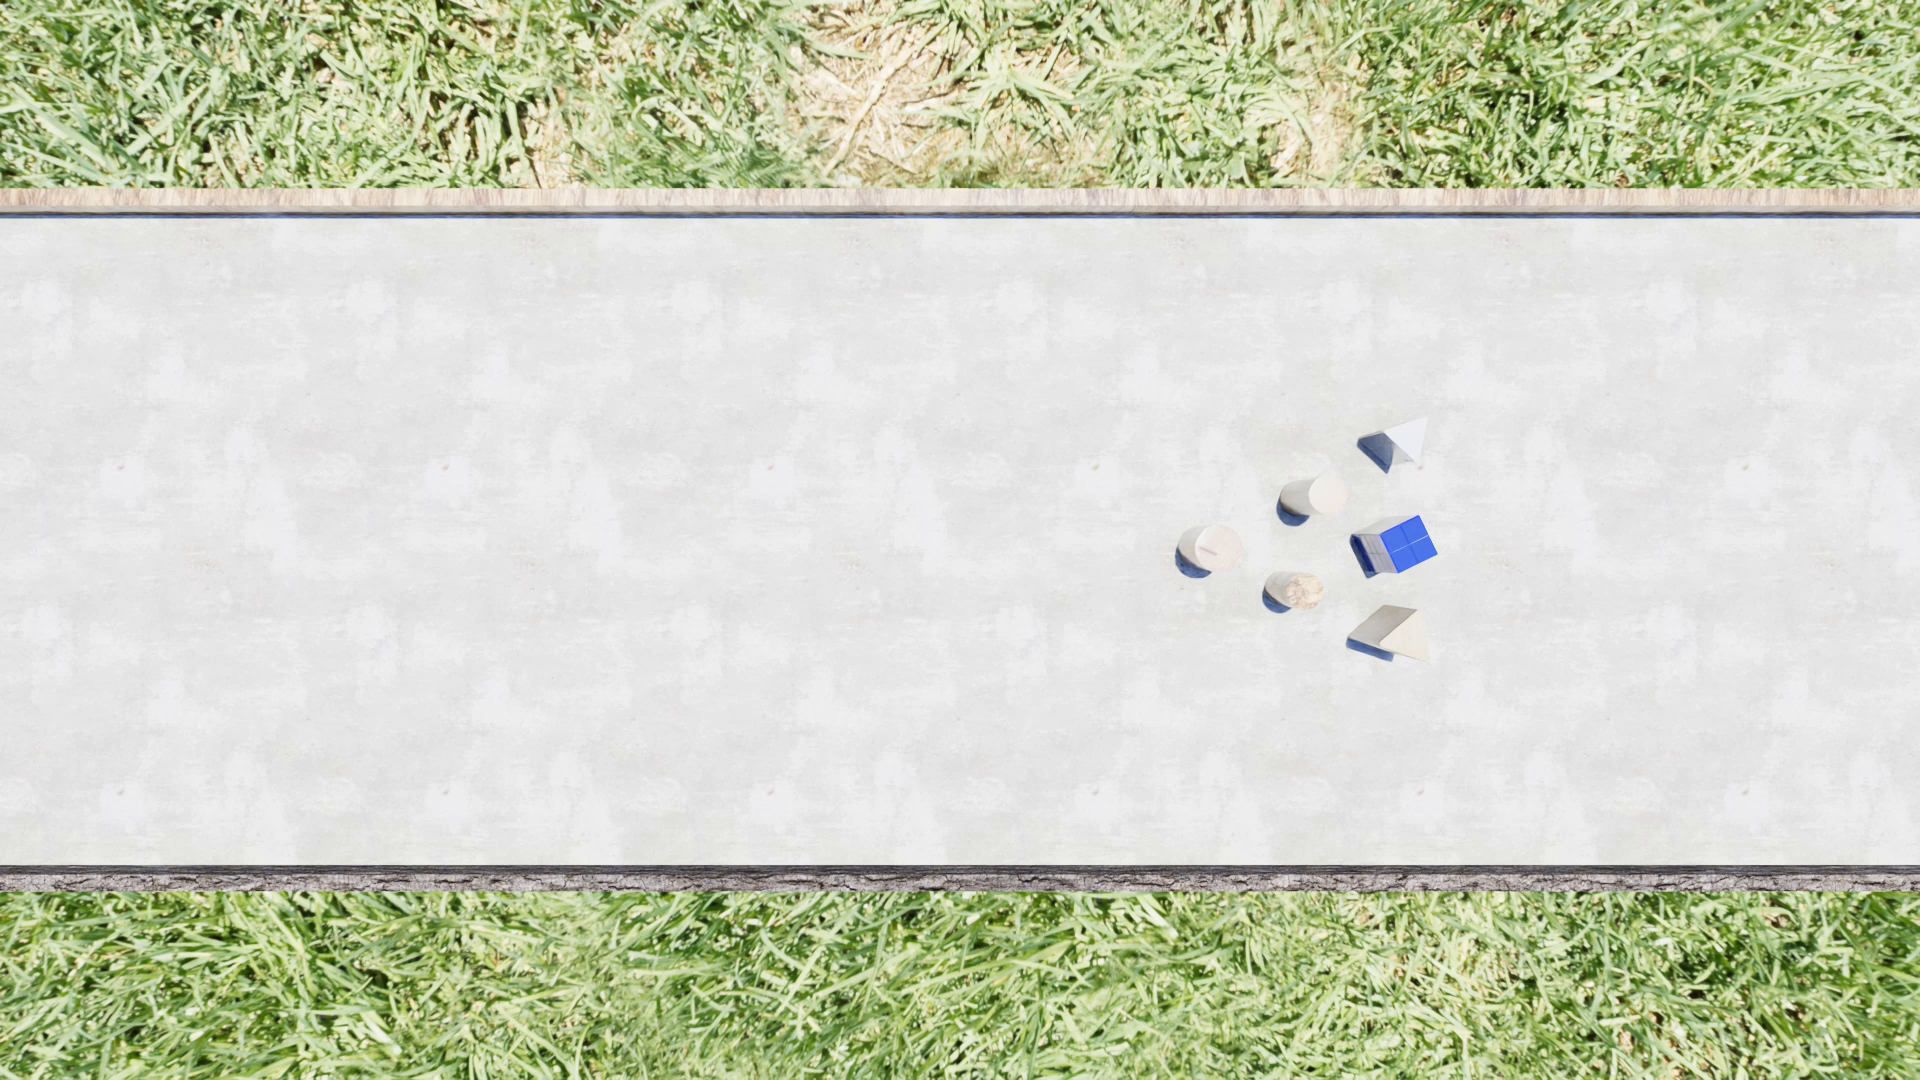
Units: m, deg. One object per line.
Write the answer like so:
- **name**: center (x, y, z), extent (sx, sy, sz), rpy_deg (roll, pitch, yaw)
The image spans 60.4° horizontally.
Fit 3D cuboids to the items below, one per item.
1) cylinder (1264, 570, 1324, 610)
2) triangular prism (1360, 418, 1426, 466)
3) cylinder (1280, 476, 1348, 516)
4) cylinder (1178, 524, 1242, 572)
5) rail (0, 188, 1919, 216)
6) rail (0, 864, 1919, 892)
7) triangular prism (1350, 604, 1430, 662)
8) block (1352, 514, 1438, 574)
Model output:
- **cylinder**: center (0.990, 0.147, 4.906), extent (0.107, 0.342, 0.107), rpy_deg (0, 90, 0)
- **triangular prism**: center (1.313, -0.313, 4.924), extent (0.130, 0.306, 0.113), rpy_deg (42, 90, 0)
- **cylinder**: center (1.037, -0.128, 4.861), extent (0.109, 0.431, 0.109), rpy_deg (0, 90, 0)
- **cylinder**: center (0.738, 0.024, 4.886), extent (0.135, 0.381, 0.135), rpy_deg (0, 90, 0)
- **rail**: center (-2.247, -1.025, 5.002), extent (12.000, 0.150, 0.050), rpy_deg (0, 90, 0)
- **rail**: center (-2.247, 1.025, 5.001), extent (12.000, 0.150, 0.050), rpy_deg (0, 90, 0)
- **triangular prism**: center (1.288, 0.260, 4.886), extent (0.151, 0.381, 0.131), rpy_deg (19, 90, 0)
- **block**: center (1.290, 0.012, 4.908), extent (0.128, 0.337, 0.128), rpy_deg (-26, 90, 0)
